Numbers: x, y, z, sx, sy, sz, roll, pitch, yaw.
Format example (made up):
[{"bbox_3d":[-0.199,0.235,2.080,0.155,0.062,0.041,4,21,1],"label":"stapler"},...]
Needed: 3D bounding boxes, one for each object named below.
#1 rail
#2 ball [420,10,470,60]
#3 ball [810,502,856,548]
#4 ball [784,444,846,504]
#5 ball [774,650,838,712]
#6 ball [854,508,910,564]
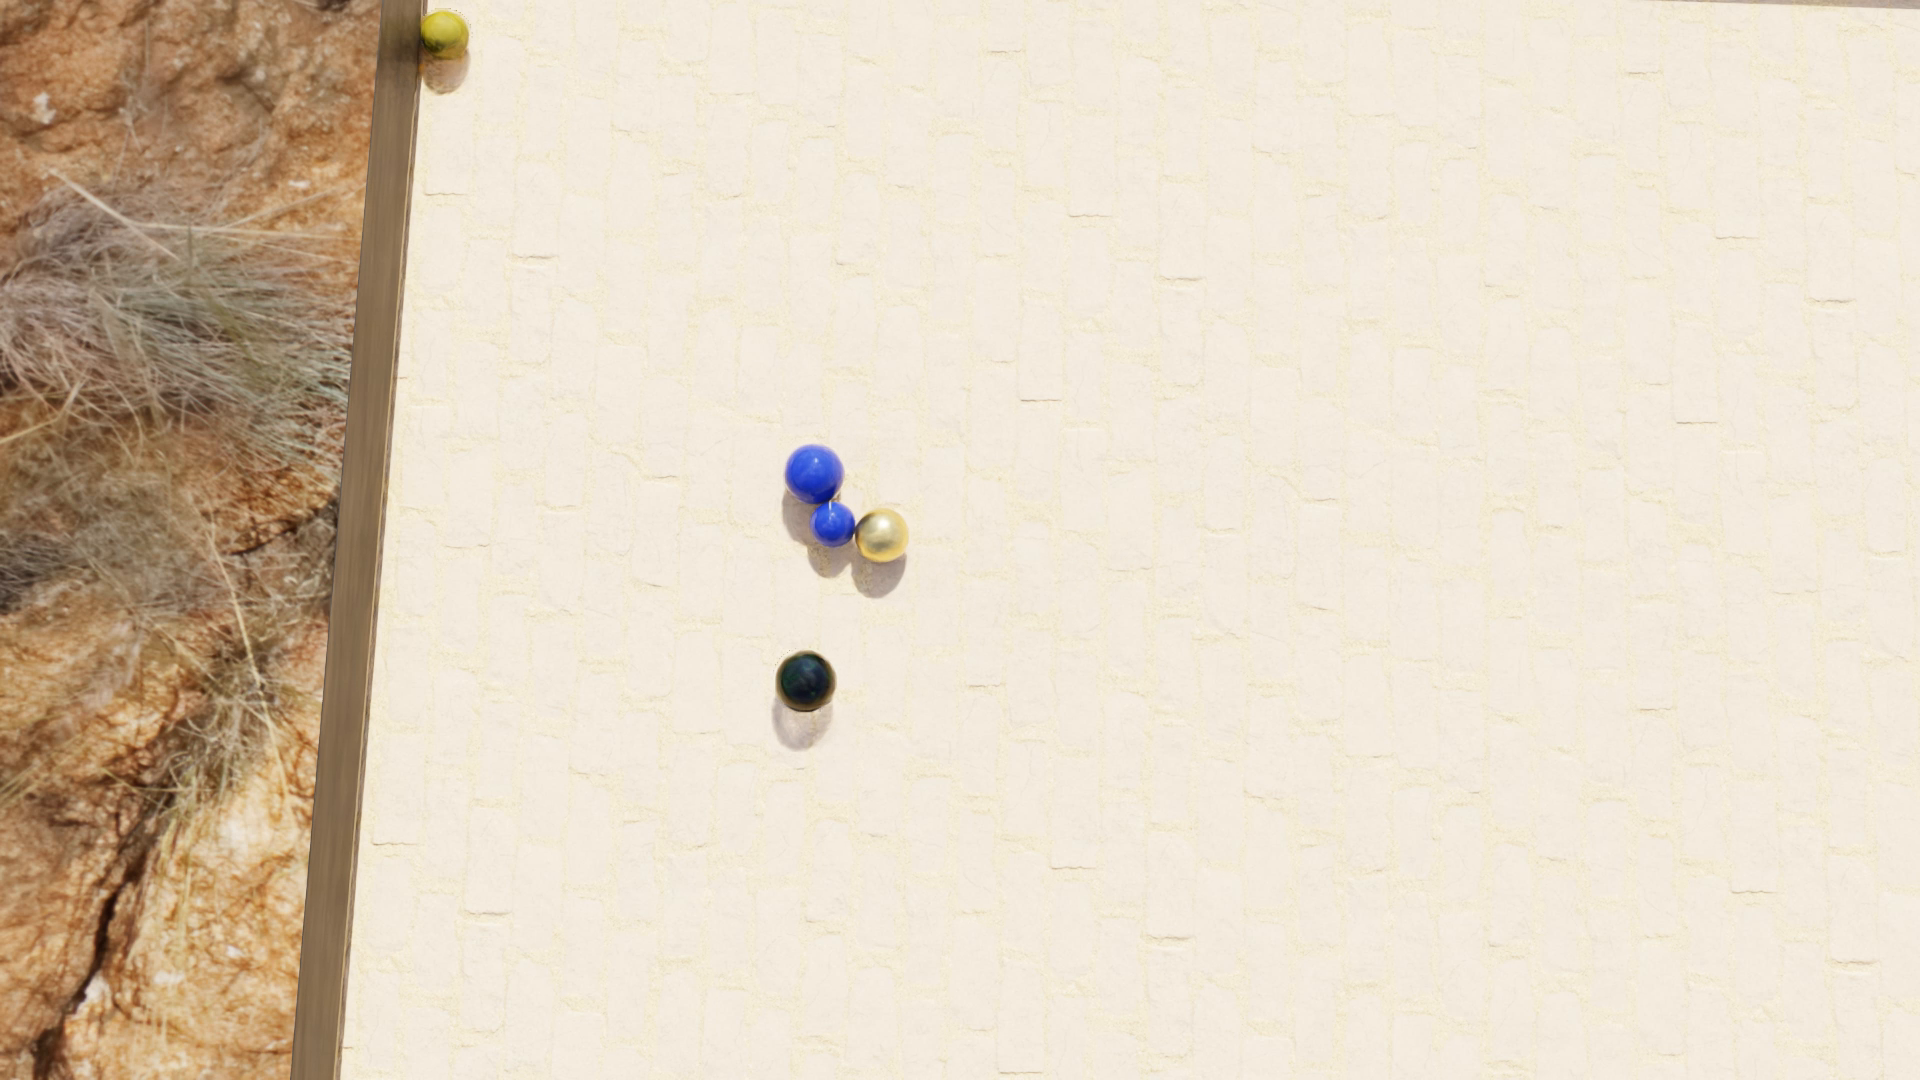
[{"bbox_3d":[-0.882,-0.034,3.262,0.045,0.120,2.039,2,80,0],"label":"rail"},{"bbox_3d":[-0.800,-0.784,3.417,0.076,0.076,0.076,0,80,0],"label":"ball"},{"bbox_3d":[-0.190,-0.023,3.287,0.070,0.070,0.070,0,80,0],"label":"ball"},{"bbox_3d":[-0.218,-0.099,3.289,0.092,0.092,0.092,0,80,0],"label":"ball"},{"bbox_3d":[-0.227,0.208,3.235,0.093,0.093,0.093,0,80,0],"label":"ball"},{"bbox_3d":[-0.116,-0.007,3.278,0.083,0.083,0.083,0,80,0],"label":"ball"}]
